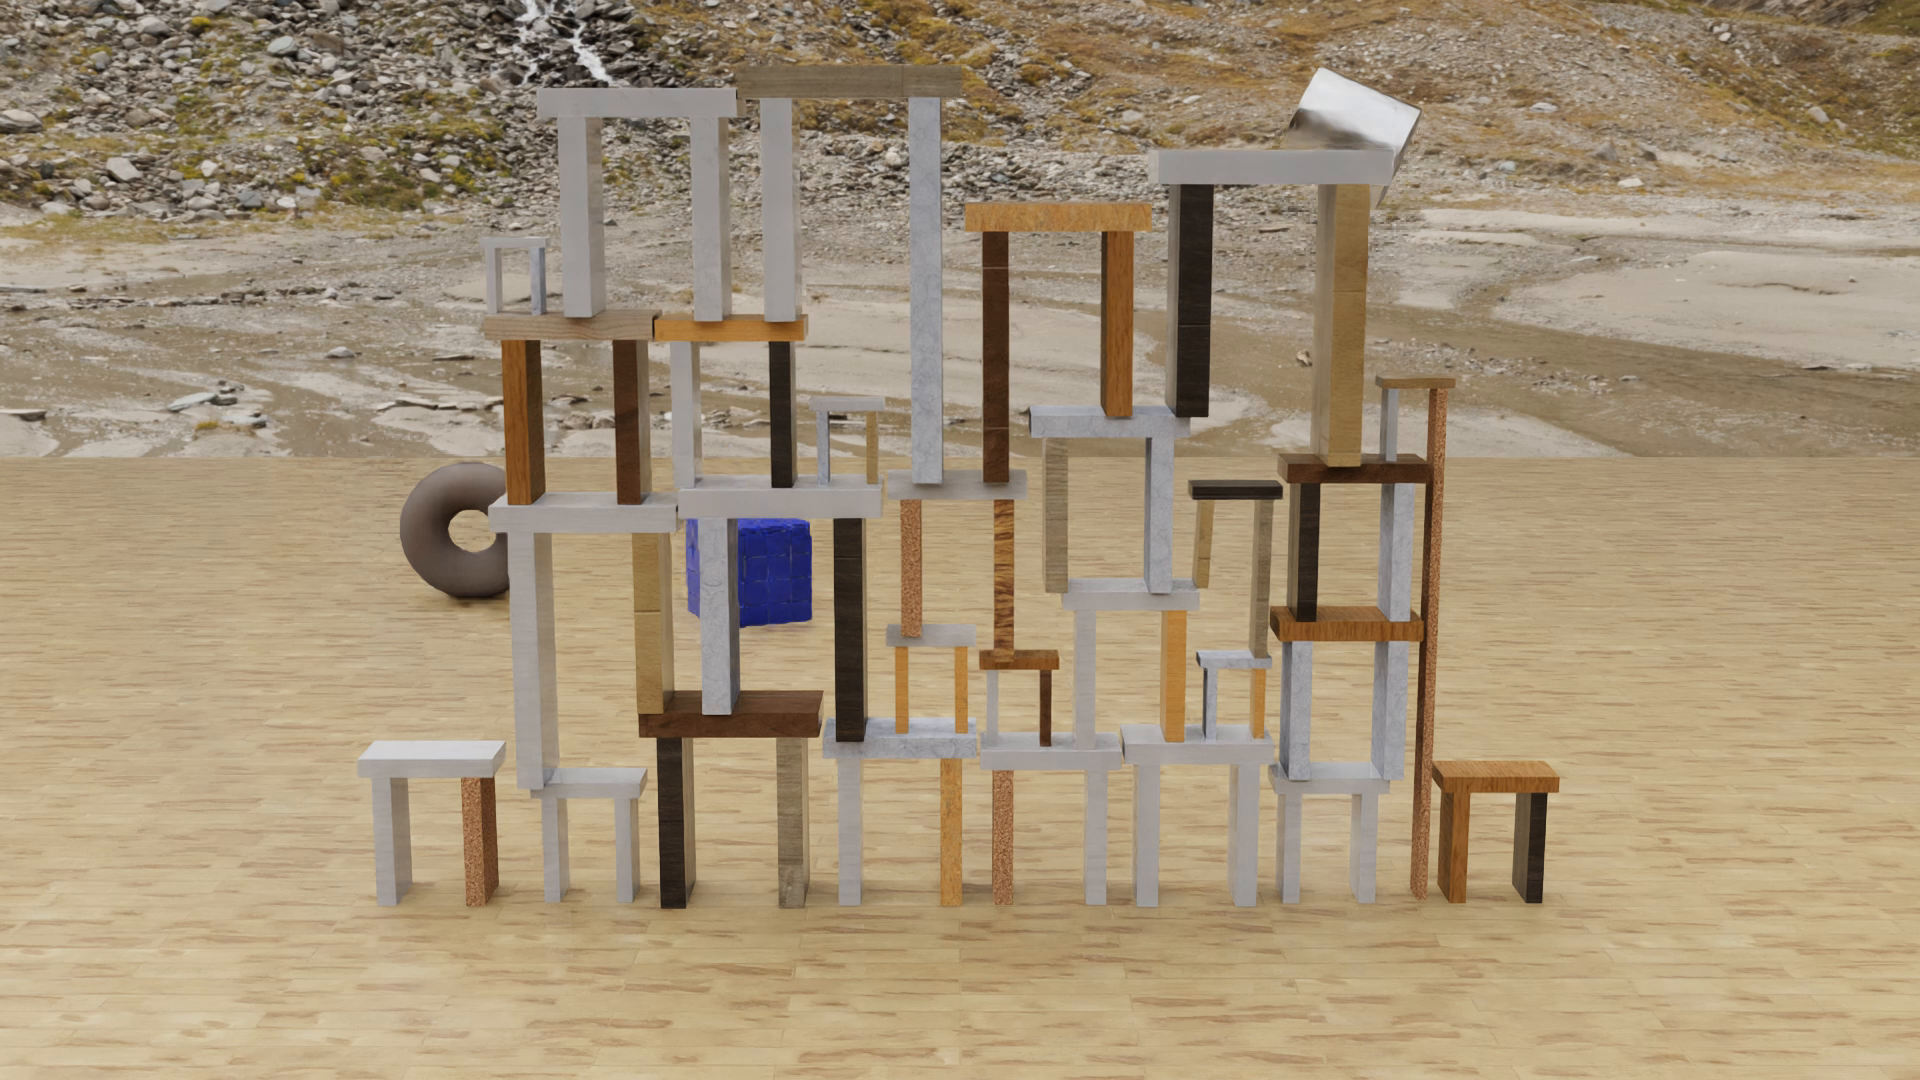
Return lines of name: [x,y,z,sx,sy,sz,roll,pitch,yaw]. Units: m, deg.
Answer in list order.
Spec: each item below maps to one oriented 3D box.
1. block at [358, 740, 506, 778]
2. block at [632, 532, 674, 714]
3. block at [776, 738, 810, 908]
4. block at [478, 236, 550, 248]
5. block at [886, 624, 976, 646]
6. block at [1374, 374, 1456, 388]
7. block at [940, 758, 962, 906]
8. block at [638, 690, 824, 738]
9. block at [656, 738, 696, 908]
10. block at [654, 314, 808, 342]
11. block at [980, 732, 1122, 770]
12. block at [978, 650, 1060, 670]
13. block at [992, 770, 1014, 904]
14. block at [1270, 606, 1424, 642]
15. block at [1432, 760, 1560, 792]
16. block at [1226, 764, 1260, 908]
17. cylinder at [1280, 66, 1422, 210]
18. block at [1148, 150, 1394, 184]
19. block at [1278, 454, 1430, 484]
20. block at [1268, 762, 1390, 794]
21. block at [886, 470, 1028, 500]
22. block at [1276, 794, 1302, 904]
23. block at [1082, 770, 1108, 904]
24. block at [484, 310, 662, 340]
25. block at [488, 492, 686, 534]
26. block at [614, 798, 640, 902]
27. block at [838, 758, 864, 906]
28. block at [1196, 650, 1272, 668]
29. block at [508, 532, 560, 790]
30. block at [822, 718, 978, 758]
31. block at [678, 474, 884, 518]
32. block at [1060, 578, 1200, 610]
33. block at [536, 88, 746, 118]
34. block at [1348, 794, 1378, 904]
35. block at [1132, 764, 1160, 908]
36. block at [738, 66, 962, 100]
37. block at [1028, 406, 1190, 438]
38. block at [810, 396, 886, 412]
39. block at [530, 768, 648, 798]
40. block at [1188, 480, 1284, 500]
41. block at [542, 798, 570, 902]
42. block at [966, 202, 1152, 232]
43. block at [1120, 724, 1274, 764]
block: [-0.868,0.361,3.622,0.219,0.031,0.109,0,11,0]
block: [-0.498,0.120,3.578,0.042,0.295,0.148,0,11,0]
block: [-0.276,0.448,3.642,0.041,0.290,0.145,0,11,0]
block: [-0.703,-0.470,3.472,0.104,0.015,0.052,0,11,-2]
block: [-0.047,0.156,3.589,0.146,0.021,0.073,0,11,0]
block: [0.726,-0.253,3.509,0.116,0.016,0.058,0,11,-1]
block: [-0.014,0.466,3.650,0.035,0.250,0.125,0,11,0]
block: [-0.373,0.285,3.612,0.290,0.041,0.145,0,11,0]
block: [-0.469,0.448,3.642,0.041,0.290,0.145,0,11,0]
block: [-0.361,-0.337,3.491,0.232,0.033,0.116,0,11,0]
block: [0.147,0.348,3.627,0.229,0.033,0.115,0,11,0]
block: [0.096,0.196,3.597,0.130,0.018,0.065,0,11,0]
block: [0.071,0.477,3.651,0.033,0.230,0.115,0,11,0]
block: [0.628,0.136,3.585,0.231,0.033,0.116,0,11,0]
block: [0.883,0.391,3.633,0.189,0.027,0.095,0,11,0]
block: [0.469,0.472,3.643,0.034,0.242,0.121,0,11,0]
cylinder: [1.041,-1.075,5.888,0.291,0.291,0.291,26,16,9]
block: [0.483,-0.586,3.451,0.359,0.051,0.180,0,11,0]
block: [0.630,-0.115,3.536,0.224,0.032,0.112,0,11,0]
block: [0.608,0.393,3.633,0.187,0.027,0.094,0,11,0]
block: [-0.004,-0.090,3.545,0.223,0.032,0.112,0,11,0]
block: [0.545,0.498,3.652,0.027,0.187,0.094,0,11,0]
block: [0.224,0.477,3.651,0.033,0.229,0.115,0,11,0]
block: [-0.612,-0.343,3.499,0.262,0.037,0.131,0,11,-1]
block: [-0.597,-0.045,3.546,0.295,0.042,0.148,0,11,0]
block: [-0.552,0.502,3.653,0.025,0.179,0.090,0,11,0]
block: [-0.181,0.466,3.650,0.035,0.250,0.125,0,11,0]
block: [0.448,0.195,3.594,0.117,0.017,0.059,0,10,-1]
block: [-0.695,0.183,3.589,0.042,0.422,0.148,0,11,0]
block: [-0.097,0.326,3.624,0.250,0.035,0.125,0,11,0]
block: [-0.284,-0.071,3.542,0.320,0.045,0.160,0,11,0]
block: [0.275,0.088,3.576,0.219,0.031,0.109,0,11,1]
block: [-0.493,-0.681,3.430,0.305,0.043,0.153,0,11,0]
block: [0.670,0.498,3.653,0.027,0.187,0.094,0,11,0]
block: [0.307,0.472,3.643,0.034,0.242,0.121,0,11,0]
block: [-0.168,-0.712,3.423,0.340,0.048,0.170,0,11,0]
block: [0.237,-0.190,3.521,0.250,0.035,0.125,0,11,0]
block: [-0.180,-0.218,3.519,0.118,0.017,0.059,0,11,0]
block: [-0.612,0.401,3.634,0.179,0.025,0.090,0,11,0]
block: [0.444,-0.081,3.551,0.145,0.021,0.072,0,10,0]
block: [-0.672,0.502,3.653,0.025,0.179,0.090,0,11,0]
block: [0.152,-0.509,3.458,0.287,0.041,0.144,0,11,0]
block: [0.388,0.336,3.618,0.242,0.034,0.121,0,11,0]
